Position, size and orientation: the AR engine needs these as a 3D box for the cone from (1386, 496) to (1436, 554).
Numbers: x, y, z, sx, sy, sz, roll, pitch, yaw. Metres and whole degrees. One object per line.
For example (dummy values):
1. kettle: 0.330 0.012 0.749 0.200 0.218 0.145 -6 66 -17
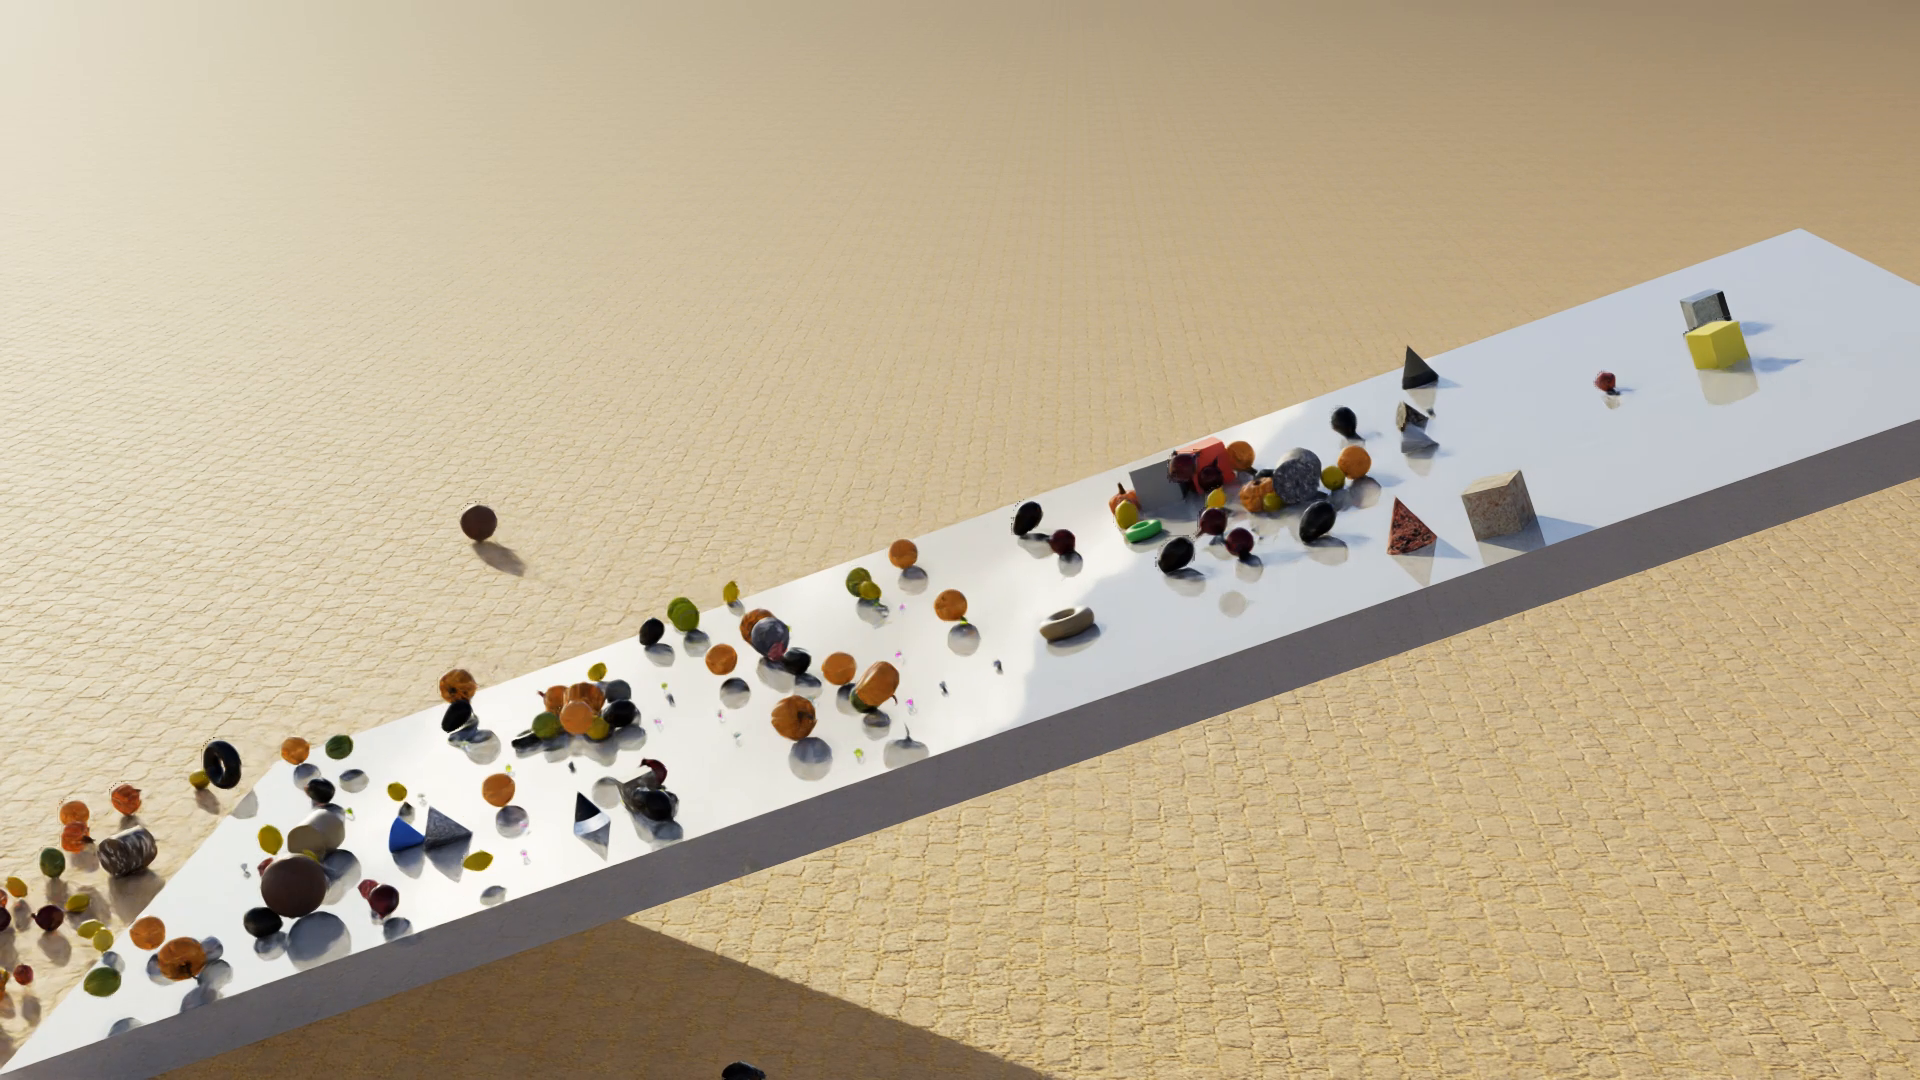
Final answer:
1. cone: 0.833 -0.037 5.529 0.099 0.099 0.099 -20 11 4

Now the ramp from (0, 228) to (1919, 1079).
1. ramp: 0.115 0.177 6.298 4.000 0.100 2.000 -19 11 6

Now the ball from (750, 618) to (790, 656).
1. ball: -0.424 0.217 6.575 0.089 0.089 0.089 0 13 0

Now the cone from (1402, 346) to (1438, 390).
1. cone: 1.065 -0.414 6.905 0.094 0.094 0.094 -20 11 4

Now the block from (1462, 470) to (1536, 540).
1. block: 0.989 -0.065 5.405 0.091 0.091 0.091 -14 13 31

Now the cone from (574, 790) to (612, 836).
1. cone: -0.730 0.520 5.715 0.080 0.080 0.080 -20 11 4

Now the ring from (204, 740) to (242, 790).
1. ring: -1.869 0.570 7.455 0.131 0.131 0.044 10 18 38

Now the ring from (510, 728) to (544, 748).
1. ring: -0.975 0.447 6.630 0.079 0.026 0.079 -19 12 4

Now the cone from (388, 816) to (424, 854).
1. cone: -1.134 0.616 6.090 0.077 0.077 0.077 8 14 6

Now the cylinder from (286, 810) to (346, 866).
1. cylinder: -1.373 0.635 6.272 0.093 0.093 0.093 3 16 12

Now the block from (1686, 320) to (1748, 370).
1. block: 1.550 -0.399 6.021 0.077 0.077 0.077 -25 12 -21

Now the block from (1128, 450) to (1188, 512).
1. block: 0.450 -0.134 6.658 0.100 0.100 0.100 -18 12 14

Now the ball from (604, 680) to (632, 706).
1. ball: -0.773 0.346 6.650 0.062 0.062 0.062 0 13 0

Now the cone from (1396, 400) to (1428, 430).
1. cone: 1.007 -0.273 6.510 0.065 0.065 0.065 5 12 -11

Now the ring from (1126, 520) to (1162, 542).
1. ring: 0.400 -0.020 6.398 0.083 0.028 0.083 -19 12 4

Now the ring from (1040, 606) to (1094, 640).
1. ring: 0.212 0.164 5.837 0.114 0.038 0.114 -19 12 4

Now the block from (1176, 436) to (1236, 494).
1. block: 0.556 -0.169 6.652 0.094 0.094 0.094 -22 11 -5

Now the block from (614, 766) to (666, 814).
1. block: -0.623 0.486 5.727 0.065 0.065 0.065 -25 12 -20

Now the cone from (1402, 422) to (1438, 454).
1. cone: 0.983 -0.211 6.252 0.072 0.072 0.072 13 16 19

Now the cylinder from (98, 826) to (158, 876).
1. cylinder: -1.965 0.735 6.945 0.095 0.095 0.095 7 15 28

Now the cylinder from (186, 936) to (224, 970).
1. cylinder: -1.476 0.808 5.750 0.051 0.051 0.051 6 23 26

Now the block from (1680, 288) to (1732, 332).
1. block: 1.615 -0.495 6.368 0.073 0.073 0.073 -21 11 -4

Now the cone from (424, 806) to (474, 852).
1. cone: -1.040 0.594 6.008 0.096 0.096 0.096 5 12 -6
